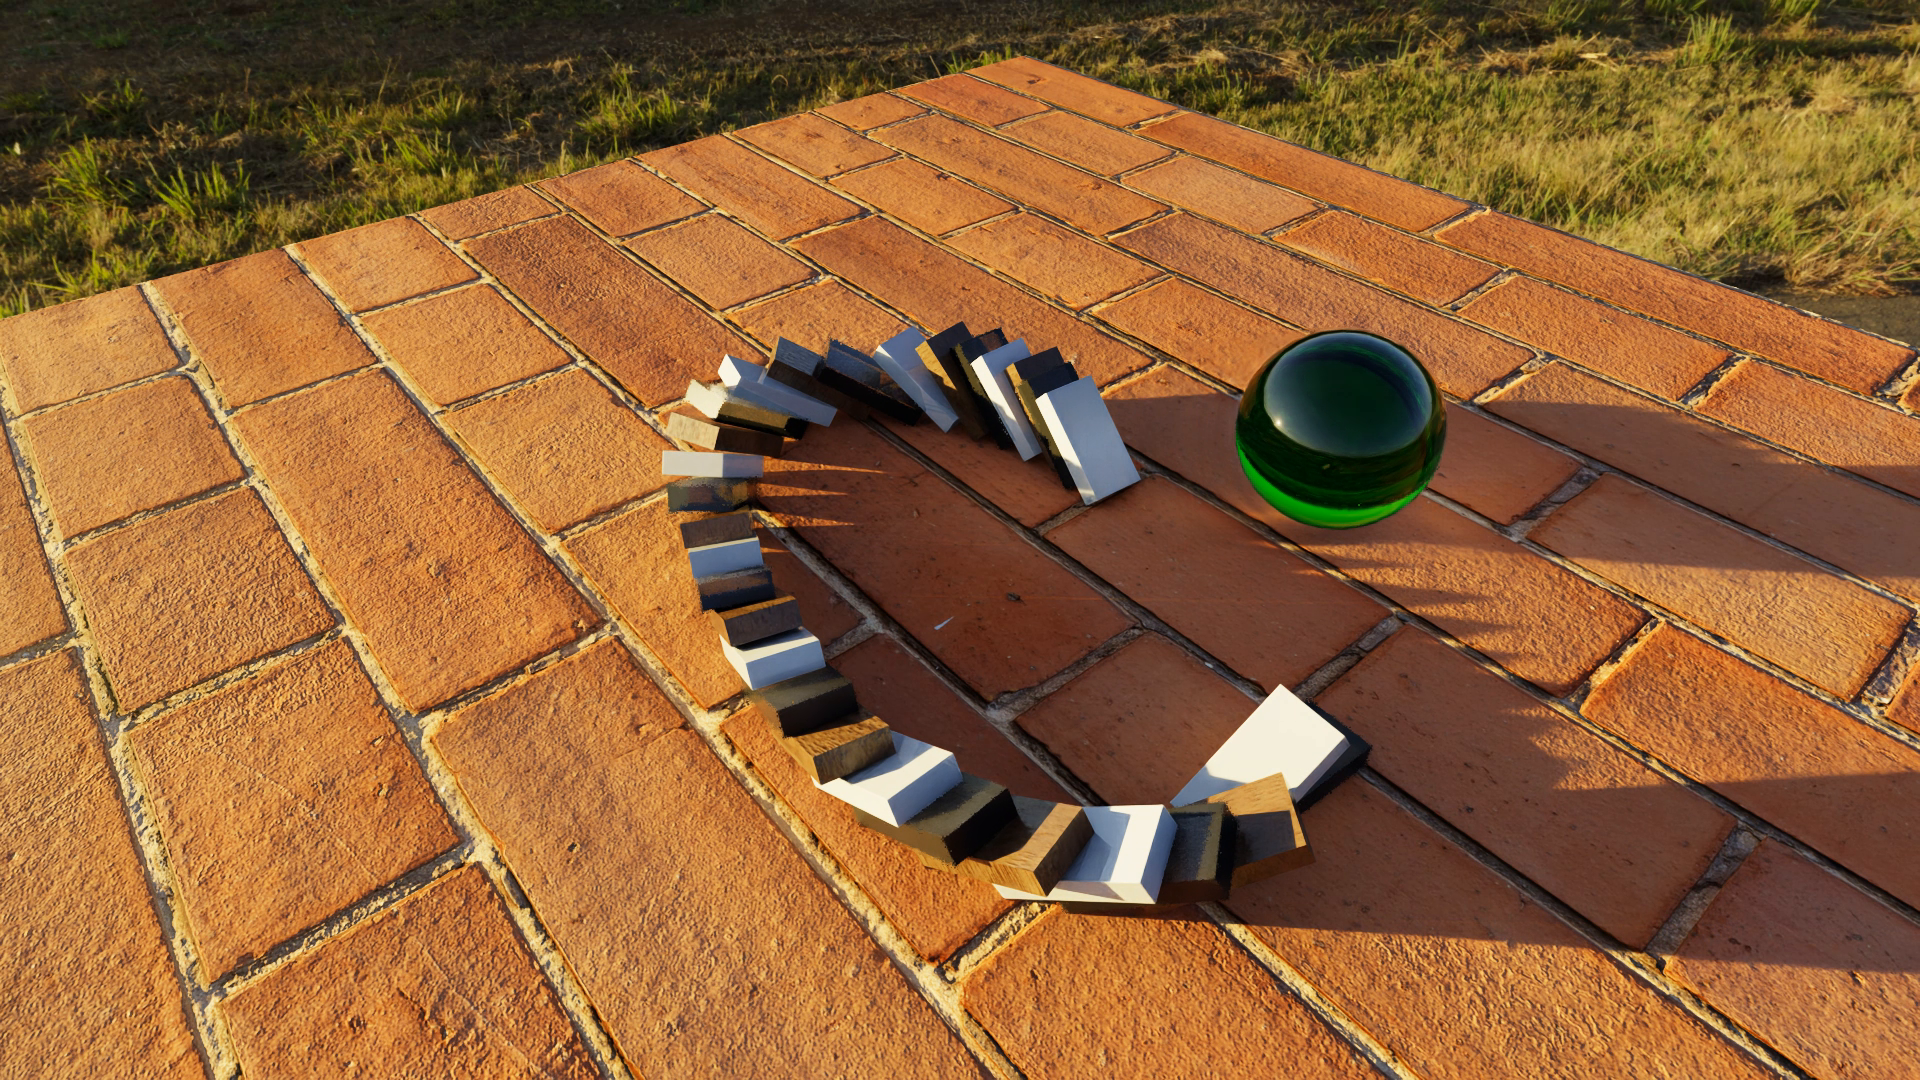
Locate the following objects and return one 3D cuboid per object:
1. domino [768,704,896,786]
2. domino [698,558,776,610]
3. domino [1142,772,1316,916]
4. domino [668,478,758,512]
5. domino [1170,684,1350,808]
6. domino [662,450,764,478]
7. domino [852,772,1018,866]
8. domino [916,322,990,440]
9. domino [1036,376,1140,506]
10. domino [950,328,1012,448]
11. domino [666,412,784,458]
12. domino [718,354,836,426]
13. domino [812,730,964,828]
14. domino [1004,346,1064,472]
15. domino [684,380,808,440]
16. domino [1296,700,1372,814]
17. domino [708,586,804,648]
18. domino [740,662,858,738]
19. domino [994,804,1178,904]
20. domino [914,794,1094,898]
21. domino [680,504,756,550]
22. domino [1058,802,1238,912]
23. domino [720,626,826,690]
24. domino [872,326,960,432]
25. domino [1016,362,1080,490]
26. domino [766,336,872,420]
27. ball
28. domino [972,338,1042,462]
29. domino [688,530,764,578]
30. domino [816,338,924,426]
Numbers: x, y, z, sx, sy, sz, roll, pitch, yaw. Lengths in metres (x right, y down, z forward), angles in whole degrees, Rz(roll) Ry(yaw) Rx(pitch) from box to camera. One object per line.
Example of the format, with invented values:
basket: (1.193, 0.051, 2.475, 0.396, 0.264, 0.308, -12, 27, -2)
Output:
domino: (-0.042, 0.061, 0.352, 0.025, 0.010, 0.050, -20, 16, -22)
domino: (-0.083, 0.015, 0.405, 0.025, 0.009, 0.050, -11, 8, -13)
domino: (0.074, 0.088, 0.318, 0.050, 0.009, 0.025, -24, 36, 16)
domino: (-0.100, -0.019, 0.447, 0.025, 0.010, 0.050, 0, 7, 0)
domino: (0.091, 0.071, 0.334, 0.050, 0.009, 0.025, -47, 52, -1)
domino: (-0.102, -0.031, 0.459, 0.025, 0.009, 0.050, 3, 4, 8)
domino: (-0.009, 0.079, 0.328, 0.025, 0.009, 0.050, -32, 21, -32)
domino: (0.004, -0.073, 0.508, 0.025, 0.009, 0.050, -35, 95, -35)
domino: (0.055, -0.043, 0.470, 0.025, 0.010, 0.050, -25, 89, -27)
domino: (0.018, -0.070, 0.503, 0.025, 0.010, 0.050, -28, 90, -31)
domino: (-0.101, -0.045, 0.477, 0.025, 0.010, 0.050, 19, 7, 21)
domino: (-0.084, -0.068, 0.506, 0.050, 0.010, 0.025, 16, 24, -36)
domino: (-0.024, 0.071, 0.339, 0.025, 0.010, 0.050, -30, 20, -30)
domino: (0.042, -0.058, 0.490, 0.025, 0.010, 0.050, -25, 89, -27)
domino: (-0.095, -0.058, 0.493, 0.025, 0.010, 0.050, 35, 16, 35)
domino: (0.105, 0.073, 0.354, 0.050, 0.009, 0.025, -26, 46, -28)
domino: (-0.074, 0.026, 0.391, 0.025, 0.010, 0.050, -16, 9, -18)
domino: (-0.055, 0.049, 0.366, 0.025, 0.010, 0.050, -19, 16, -21)
domino: (0.035, 0.089, 0.313, 0.050, 0.010, 0.025, -12, 34, 37)
domino: (0.011, 0.086, 0.319, 0.050, 0.009, 0.025, -3, 31, 46)
domino: (-0.094, -0.006, 0.430, 0.025, 0.009, 0.050, -10, 7, -8)
domino: (0.052, 0.090, 0.313, 0.050, 0.009, 0.025, -17, 32, 31)
domino: (-0.066, 0.037, 0.380, 0.025, 0.009, 0.050, -17, 13, -19)
domino: (-0.014, -0.076, 0.517, 0.050, 0.010, 0.025, 46, 50, 6)
domino: (0.047, -0.050, 0.479, 0.025, 0.010, 0.050, -25, 89, -27)
domino: (-0.065, -0.076, 0.516, 0.050, 0.010, 0.025, 23, 30, -18)
ball: (0.152, -0.044, 0.442, 0.080, 0.080, 0.080, 0, 39, 0)
domino: (0.028, -0.063, 0.496, 0.025, 0.009, 0.050, -29, 91, -31)
domino: (-0.089, 0.005, 0.417, 0.025, 0.010, 0.050, -11, 7, -11)
domino: (-0.041, -0.074, 0.515, 0.050, 0.009, 0.025, 24, 36, -18)
